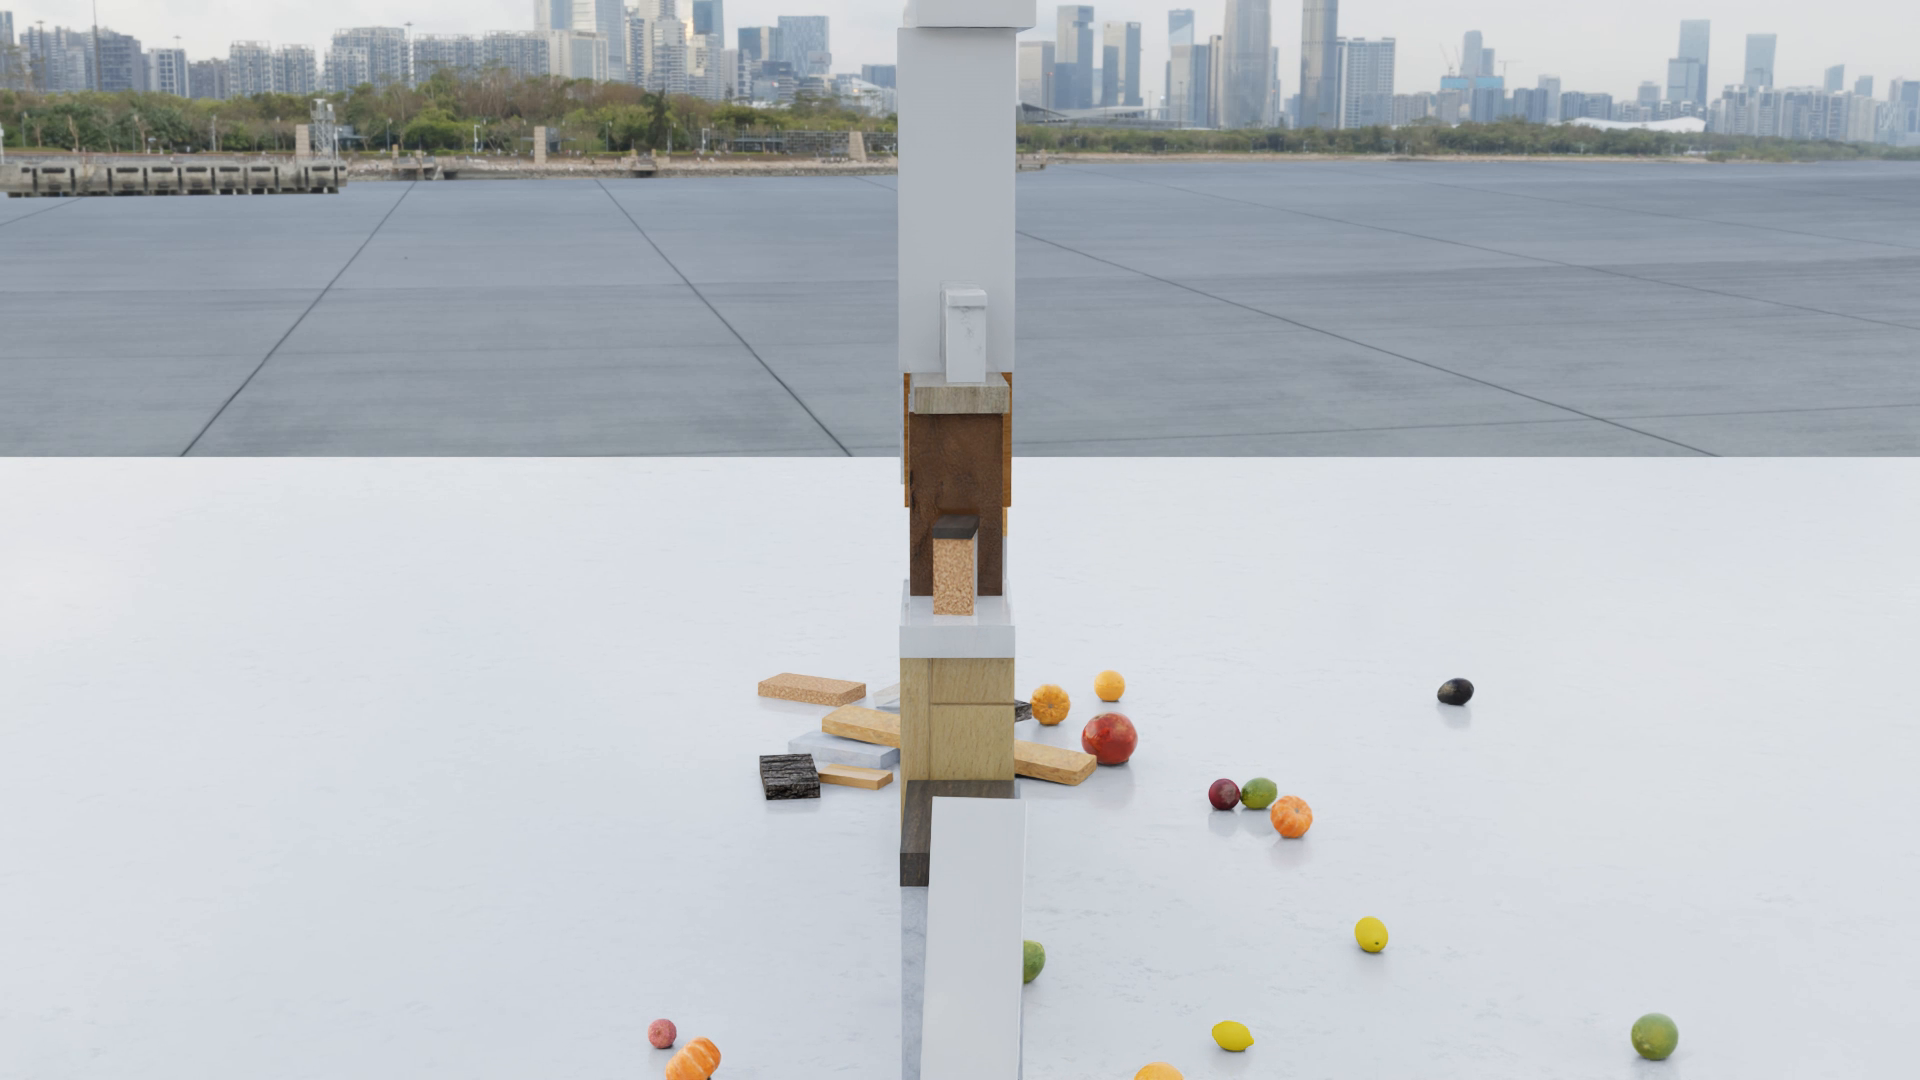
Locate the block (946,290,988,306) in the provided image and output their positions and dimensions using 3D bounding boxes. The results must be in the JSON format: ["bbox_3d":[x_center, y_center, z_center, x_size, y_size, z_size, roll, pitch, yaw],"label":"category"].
[{"bbox_3d":[0.009,-0.354,3.212,0.056,0.016,0.112,0,10,-3],"label":"block"}]

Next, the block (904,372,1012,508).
[{"bbox_3d":[-0.004,-0.223,3.475,0.170,0.339,0.048,0,10,-1],"label":"block"}]

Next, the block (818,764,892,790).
[{"bbox_3d":[-0.207,0.463,4.300,0.135,0.019,0.068,5,12,25],"label":"block"}]

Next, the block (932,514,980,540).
[{"bbox_3d":[-0.005,-0.019,3.112,0.055,0.016,0.110,1,10,6],"label":"block"}]

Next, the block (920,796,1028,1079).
[{"bbox_3d":[0.016,0.548,2.705,0.117,0.458,0.033,1,-13,6],"label":"block"}]

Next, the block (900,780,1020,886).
[{"bbox_3d":[0.004,0.386,2.920,0.157,0.044,0.313,0,11,0],"label":"block"}]

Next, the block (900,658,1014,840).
[{"bbox_3d":[-0.004,0.310,3.111,0.160,0.320,0.045,0,11,-1],"label":"block"}]

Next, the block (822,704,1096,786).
[{"bbox_3d":[-0.006,0.410,4.423,0.561,0.029,0.103,10,17,23],"label":"block"}]

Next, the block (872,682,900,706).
[{"bbox_3d":[-0.093,0.317,4.761,0.109,0.031,0.267,-12,-7,-24],"label":"block"}]

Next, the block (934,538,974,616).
[{"bbox_3d":[-0.009,0.050,3.084,0.055,0.110,0.016,2,11,8],"label":"block"}]

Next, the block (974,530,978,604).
[{"bbox_3d":[-0.003,0.036,3.158,0.055,0.110,0.016,1,11,3],"label":"block"}]

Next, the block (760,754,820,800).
[{"bbox_3d":[-0.333,0.460,4.286,0.104,0.029,0.207,-2,11,-9],"label":"block"}]

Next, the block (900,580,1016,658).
[{"bbox_3d":[-0.004,0.111,3.182,0.160,0.045,0.320,0,10,0],"label":"block"}]

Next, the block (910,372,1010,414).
[{"bbox_3d":[-0.004,-0.225,3.276,0.135,0.038,0.271,-1,11,-3],"label":"block"}]

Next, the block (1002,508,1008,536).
[{"bbox_3d":[-0.005,-0.056,3.625,0.156,0.044,0.312,0,10,-1],"label":"block"}]

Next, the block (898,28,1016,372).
[{"bbox_3d":[-0.006,-0.508,3.303,0.174,0.509,0.049,-1,11,-3],"label":"block"}]

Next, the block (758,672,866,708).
[{"bbox_3d":[-0.333,0.337,4.949,0.218,0.031,0.109,6,12,28],"label":"block"}]

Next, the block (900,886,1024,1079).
[{"bbox_3d":[0.003,0.583,2.844,0.157,0.313,0.044,0,8,0],"label":"block"}]

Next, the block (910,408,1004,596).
[{"bbox_3d":[-0.006,-0.055,3.209,0.135,0.271,0.038,0,10,0],"label":"block"}]

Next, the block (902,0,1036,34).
[{"bbox_3d":[0.010,-0.804,3.367,0.174,0.049,0.348,-1,11,-5],"label":"block"}]

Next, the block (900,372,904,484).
[{"bbox_3d":[-0.016,-0.265,3.703,0.170,0.339,0.048,0,10,-1],"label":"block"}]

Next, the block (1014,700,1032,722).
[{"bbox_3d":[0.033,0.352,4.682,0.115,0.033,0.230,-9,14,-40],"label":"block"}]

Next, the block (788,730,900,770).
[{"bbox_3d":[-0.229,0.426,4.470,0.218,0.031,0.109,6,12,28],"label":"block"}]

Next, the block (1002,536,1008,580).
[{"bbox_3d":[-0.003,0.167,3.559,0.156,0.370,0.044,0,10,0],"label":"block"}]

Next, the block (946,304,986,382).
[{"bbox_3d":[0.009,-0.284,3.186,0.056,0.112,0.016,-1,11,-4],"label":"block"}]

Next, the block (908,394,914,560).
[{"bbox_3d":[-0.011,-0.002,3.409,0.135,0.449,0.038,-1,10,-3],"label":"block"}]
